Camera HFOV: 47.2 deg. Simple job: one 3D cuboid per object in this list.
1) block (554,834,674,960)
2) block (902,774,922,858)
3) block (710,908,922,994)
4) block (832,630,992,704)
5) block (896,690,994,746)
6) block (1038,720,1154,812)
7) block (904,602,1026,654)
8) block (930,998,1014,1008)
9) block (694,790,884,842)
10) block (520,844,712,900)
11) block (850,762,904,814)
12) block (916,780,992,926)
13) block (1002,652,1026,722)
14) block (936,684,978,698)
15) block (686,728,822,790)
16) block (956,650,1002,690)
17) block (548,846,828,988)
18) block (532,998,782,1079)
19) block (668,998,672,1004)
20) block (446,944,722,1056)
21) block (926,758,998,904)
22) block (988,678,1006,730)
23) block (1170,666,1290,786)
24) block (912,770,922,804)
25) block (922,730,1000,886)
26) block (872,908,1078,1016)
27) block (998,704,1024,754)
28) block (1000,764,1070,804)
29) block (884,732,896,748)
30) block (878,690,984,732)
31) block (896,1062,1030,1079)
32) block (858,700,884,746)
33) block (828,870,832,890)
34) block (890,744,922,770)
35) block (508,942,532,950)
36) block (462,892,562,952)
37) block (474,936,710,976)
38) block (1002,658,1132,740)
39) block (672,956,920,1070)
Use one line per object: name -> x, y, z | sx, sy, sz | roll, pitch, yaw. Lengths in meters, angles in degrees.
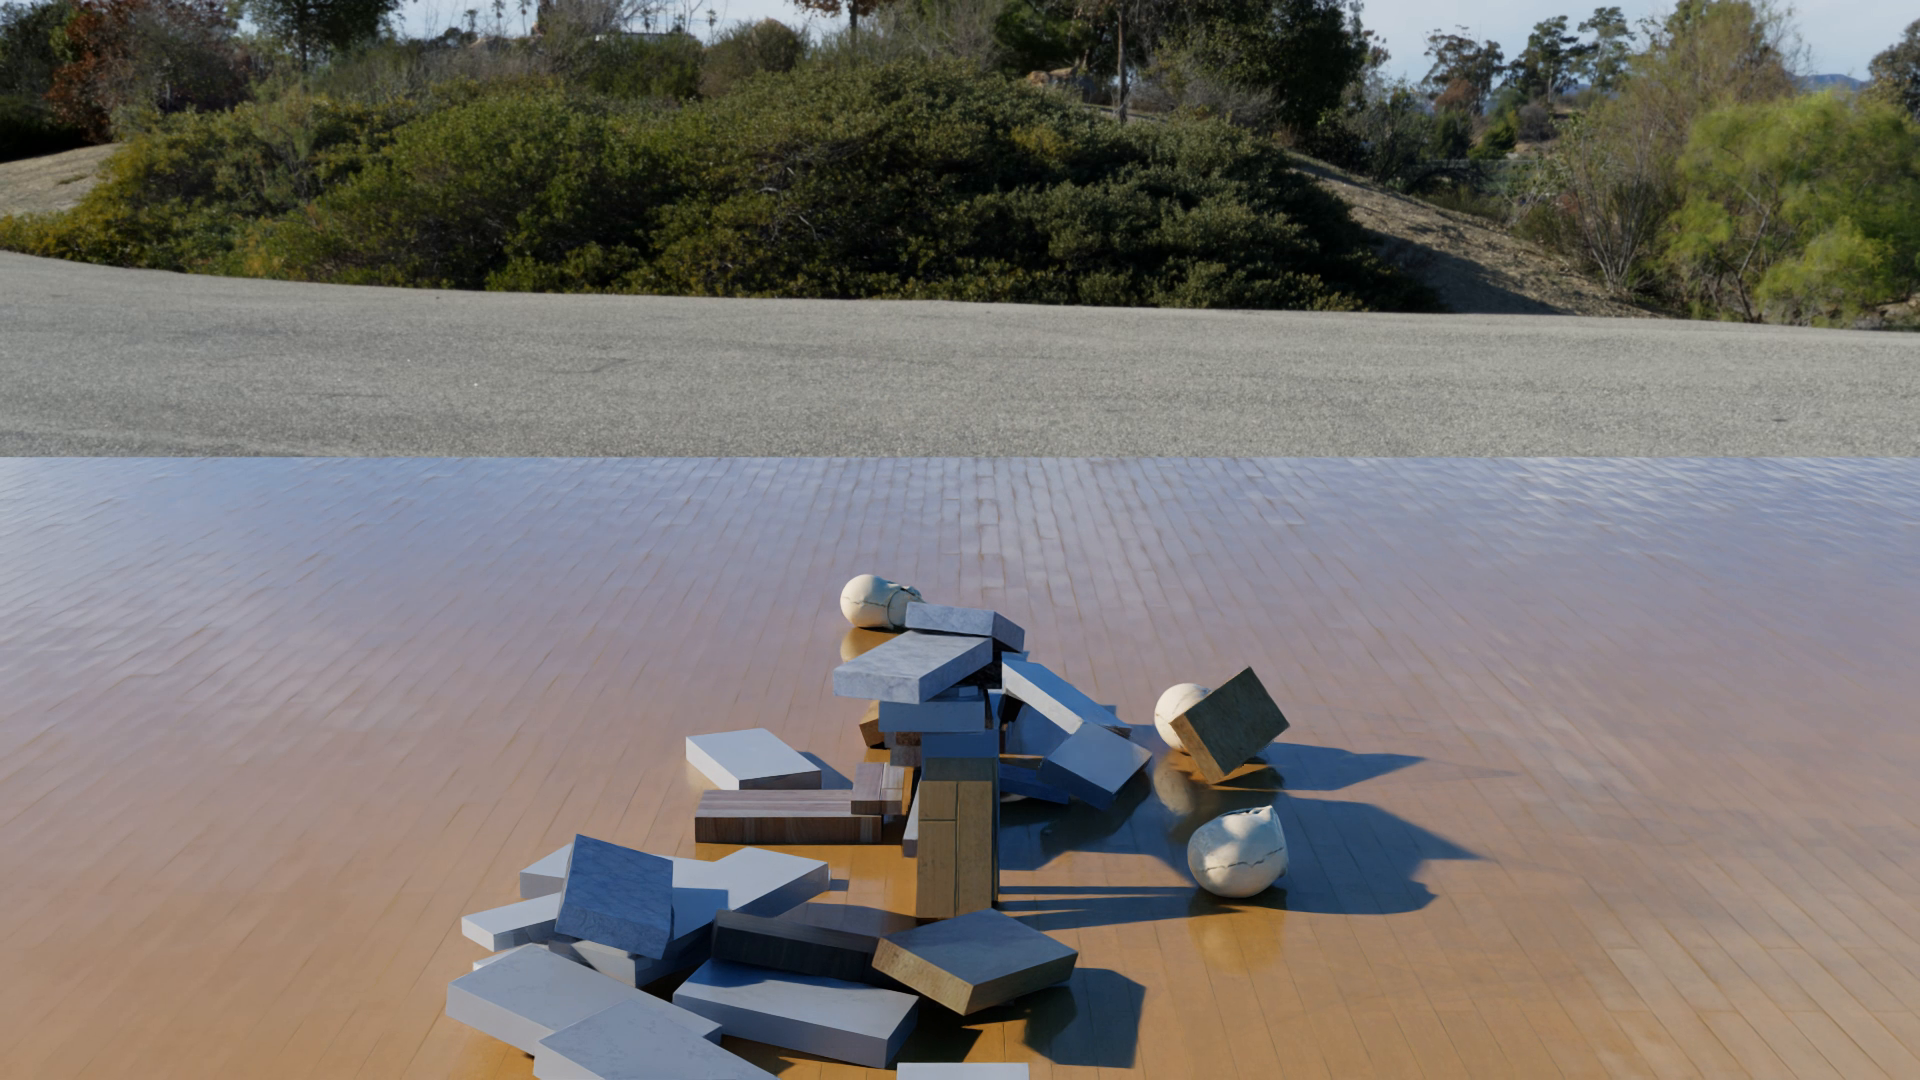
block -> -0.510, 0.526, 3.265 | 0.156, 0.044, 0.312 | 17, 8, -9
block -> -0.018, 0.488, 3.923 | 0.131, 0.037, 0.262 | 2, 22, 6
block -> -0.206, 0.602, 3.224 | 0.312, 0.044, 0.156 | 11, -2, -7
block -> -0.078, 0.217, 3.809 | 0.159, 0.045, 0.319 | 4, 12, 23
block -> -0.035, 0.314, 4.169 | 0.177, 0.050, 0.354 | -1, 12, -2
block -> 0.265, 0.435, 4.250 | 0.145, 0.041, 0.291 | 26, 18, 13
block -> 0.013, 0.164, 4.079 | 0.159, 0.045, 0.319 | 6, -7, 13
block -> 0.010, 0.640, 3.309 | 0.120, 0.034, 0.239 | -1, 11, -4
block -> -0.308, 0.502, 4.011 | 0.333, 0.047, 0.167 | 0, 11, 0
block -> -0.551, 0.568, 3.660 | 0.320, 0.045, 0.160 | 4, 11, 21
block -> -0.150, 0.457, 4.056 | 0.091, 0.026, 0.240 | 0, 11, 0
block -> -0.009, 0.507, 3.569 | 0.120, 0.239, 0.034 | 0, -32, 1
block -> 0.050, 0.288, 4.721 | 0.175, 0.050, 0.350 | 23, 12, -2
block -> -0.030, 0.260, 3.806 | 0.112, 0.016, 0.056 | 0, 1, 36
block -> -0.410, 0.442, 4.335 | 0.167, 0.047, 0.333 | -5, 12, -24
block -> -0.011, 0.240, 4.108 | 0.177, 0.050, 0.354 | 0, 0, 1
block -> -0.406, 0.574, 3.383 | 0.160, 0.045, 0.494 | 6, 12, 30
block -> -0.355, 0.697, 2.788 | 0.343, 0.049, 0.171 | 19, 19, 30
block -> -0.360, 0.669, 3.169 | 0.095, 0.027, 0.191 | 3, 11, 18
block -> -0.517, 0.659, 3.020 | 0.343, 0.049, 0.171 | 16, 17, 28
block -> 0.002, 0.481, 3.643 | 0.120, 0.239, 0.034 | 0, -19, 0
block -> -0.010, 0.337, 4.299 | 0.175, 0.050, 0.350 | 1, 12, 5
block -> 0.540, 0.368, 4.386 | 0.041, 0.145, 0.291 | -38, -7, 37
block -> -0.031, 0.447, 4.186 | 0.114, 0.032, 0.228 | 0, 17, 2
block -> 0.001, 0.451, 3.706 | 0.131, 0.262, 0.037 | 0, -8, 0
block -> 0.026, 0.606, 3.180 | 0.159, 0.045, 0.319 | 22, 10, 28
block -> 0.048, 0.357, 4.793 | 0.166, 0.047, 0.593 | 1, 11, 7
block -> 0.121, 0.461, 4.199 | 0.182, 0.026, 0.091 | 11, 12, 3
block -> -0.074, 0.366, 4.367 | 0.114, 0.032, 0.228 | 1, 12, 8
block -> -0.047, 0.292, 3.848 | 0.177, 0.050, 0.379 | 0, 0, 0
block -> 0.004, 0.774, 2.546 | 0.171, 0.049, 0.699 | 0, 11, 0
block -> -0.098, 0.342, 4.704 | 0.175, 0.050, 0.389 | -19, 7, 9
block -> -0.274, 0.574, 3.713 | 0.112, 0.016, 0.056 | 0, 11, 0
block -> -0.038, 0.402, 4.033 | 0.131, 0.037, 0.262 | 1, -7, 9
block -> -0.613, 0.593, 3.408 | 0.095, 0.027, 0.191 | -20, -6, 23
block -> -0.627, 0.561, 3.252 | 0.191, 0.027, 0.095 | -9, 14, -40
block -> -0.551, 0.634, 3.310 | 0.160, 0.045, 0.320 | 9, 14, 42
block -> 0.208, 0.337, 4.586 | 0.145, 0.041, 0.291 | 11, 17, -48
block -> -0.229, 0.659, 3.087 | 0.312, 0.044, 0.156 | 9, 12, 14
